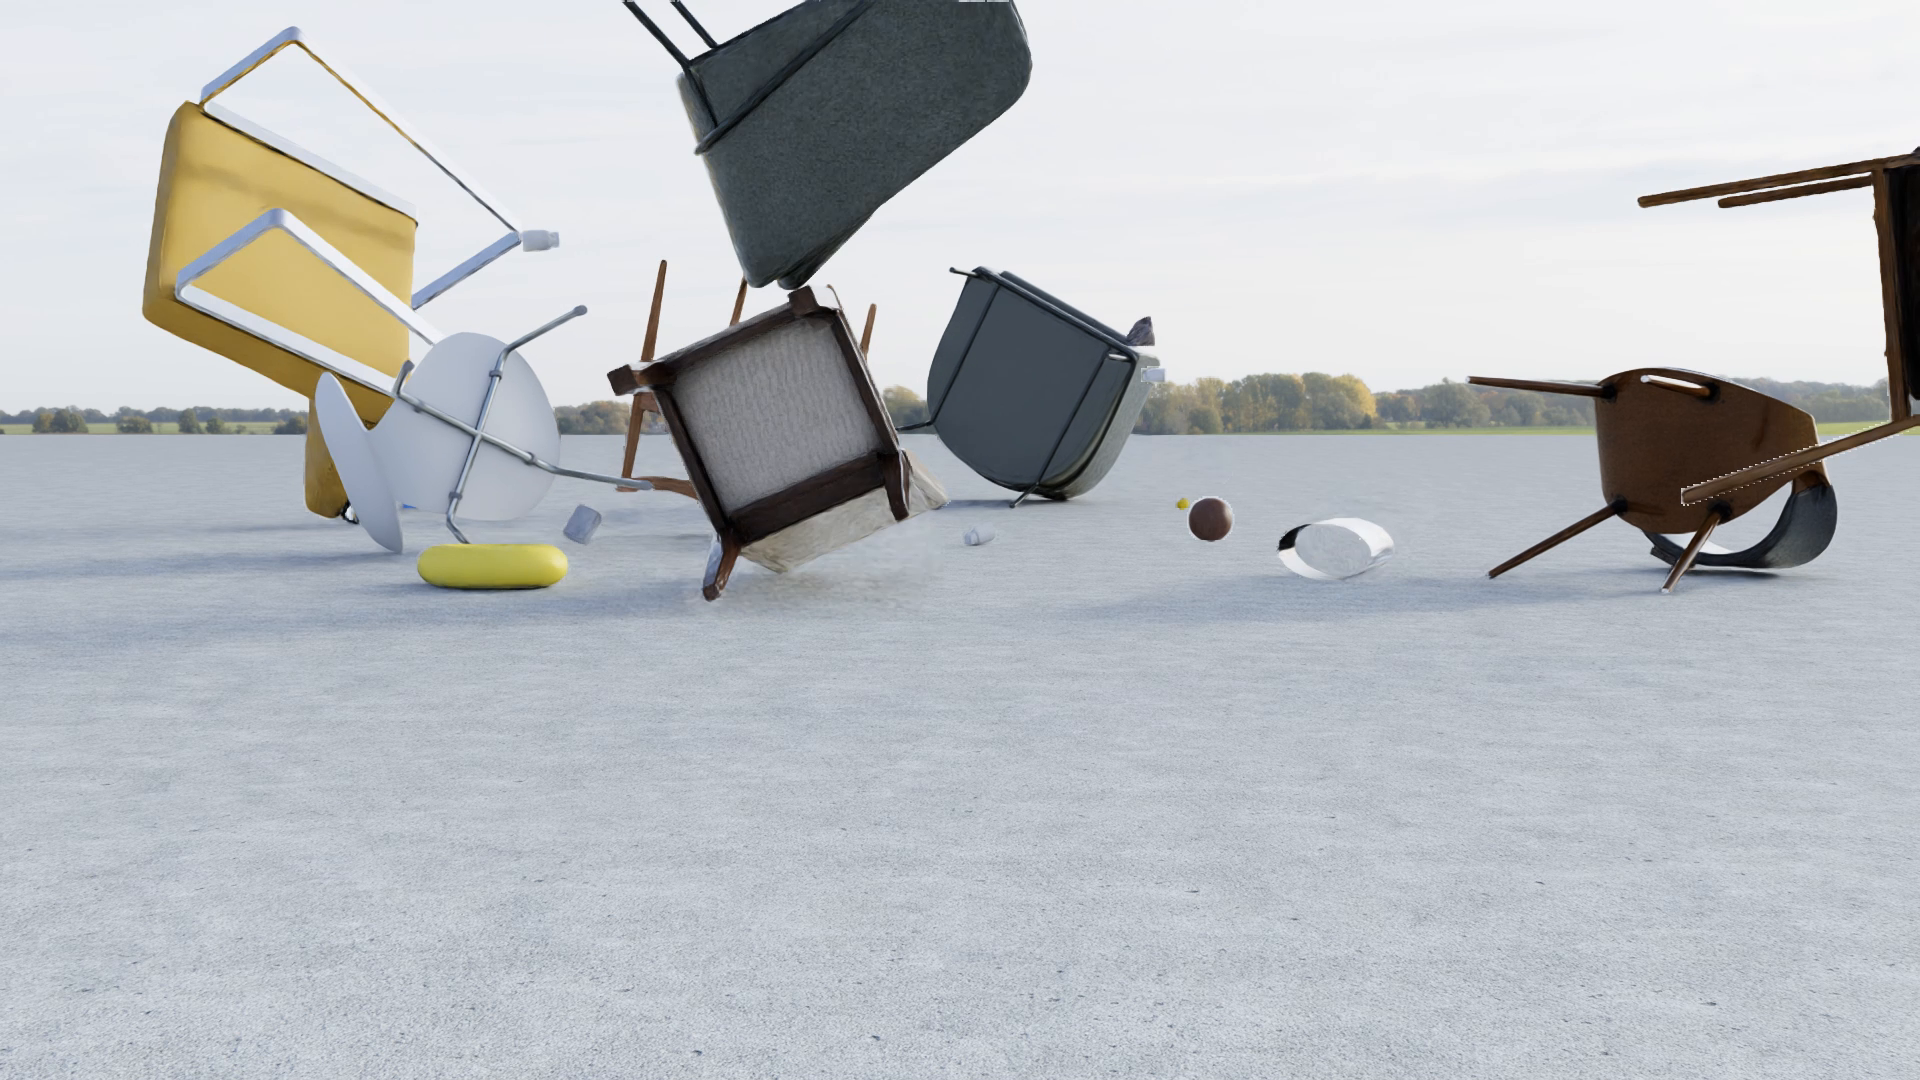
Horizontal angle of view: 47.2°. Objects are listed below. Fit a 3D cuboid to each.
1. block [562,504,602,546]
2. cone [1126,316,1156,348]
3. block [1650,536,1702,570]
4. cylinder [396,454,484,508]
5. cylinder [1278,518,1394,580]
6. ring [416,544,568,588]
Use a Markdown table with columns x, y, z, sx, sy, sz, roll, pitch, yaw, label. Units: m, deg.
| x | y | z | sx | sy | sz | roll | pitch | yaw | label |
| --- | --- | --- | --- | --- | --- | --- | --- | --- | --- |
| -1.072 | -0.043 | 6.247 | 0.066 | 0.094 | 0.048 | 21 | -22 | 15 | block |
| 0.715 | -0.766 | 8.380 | 0.127 | 0.135 | 0.081 | 36 | 3 | -44 | cone |
| 1.790 | 0.033 | 5.502 | 0.091 | 0.041 | 0.083 | 34 | 25 | 35 | block |
| -1.927 | -0.221 | 8.162 | 0.298 | 0.157 | 0.318 | -5 | 6 | 4 | cylinder |
| 0.903 | 0.020 | 5.269 | 0.223 | 0.135 | 0.248 | 5 | 6 | 23 | cylinder |
| -1.068 | 0.058 | 5.023 | 0.379 | 0.092 | 0.271 | 1 | 3 | 27 | ring |
